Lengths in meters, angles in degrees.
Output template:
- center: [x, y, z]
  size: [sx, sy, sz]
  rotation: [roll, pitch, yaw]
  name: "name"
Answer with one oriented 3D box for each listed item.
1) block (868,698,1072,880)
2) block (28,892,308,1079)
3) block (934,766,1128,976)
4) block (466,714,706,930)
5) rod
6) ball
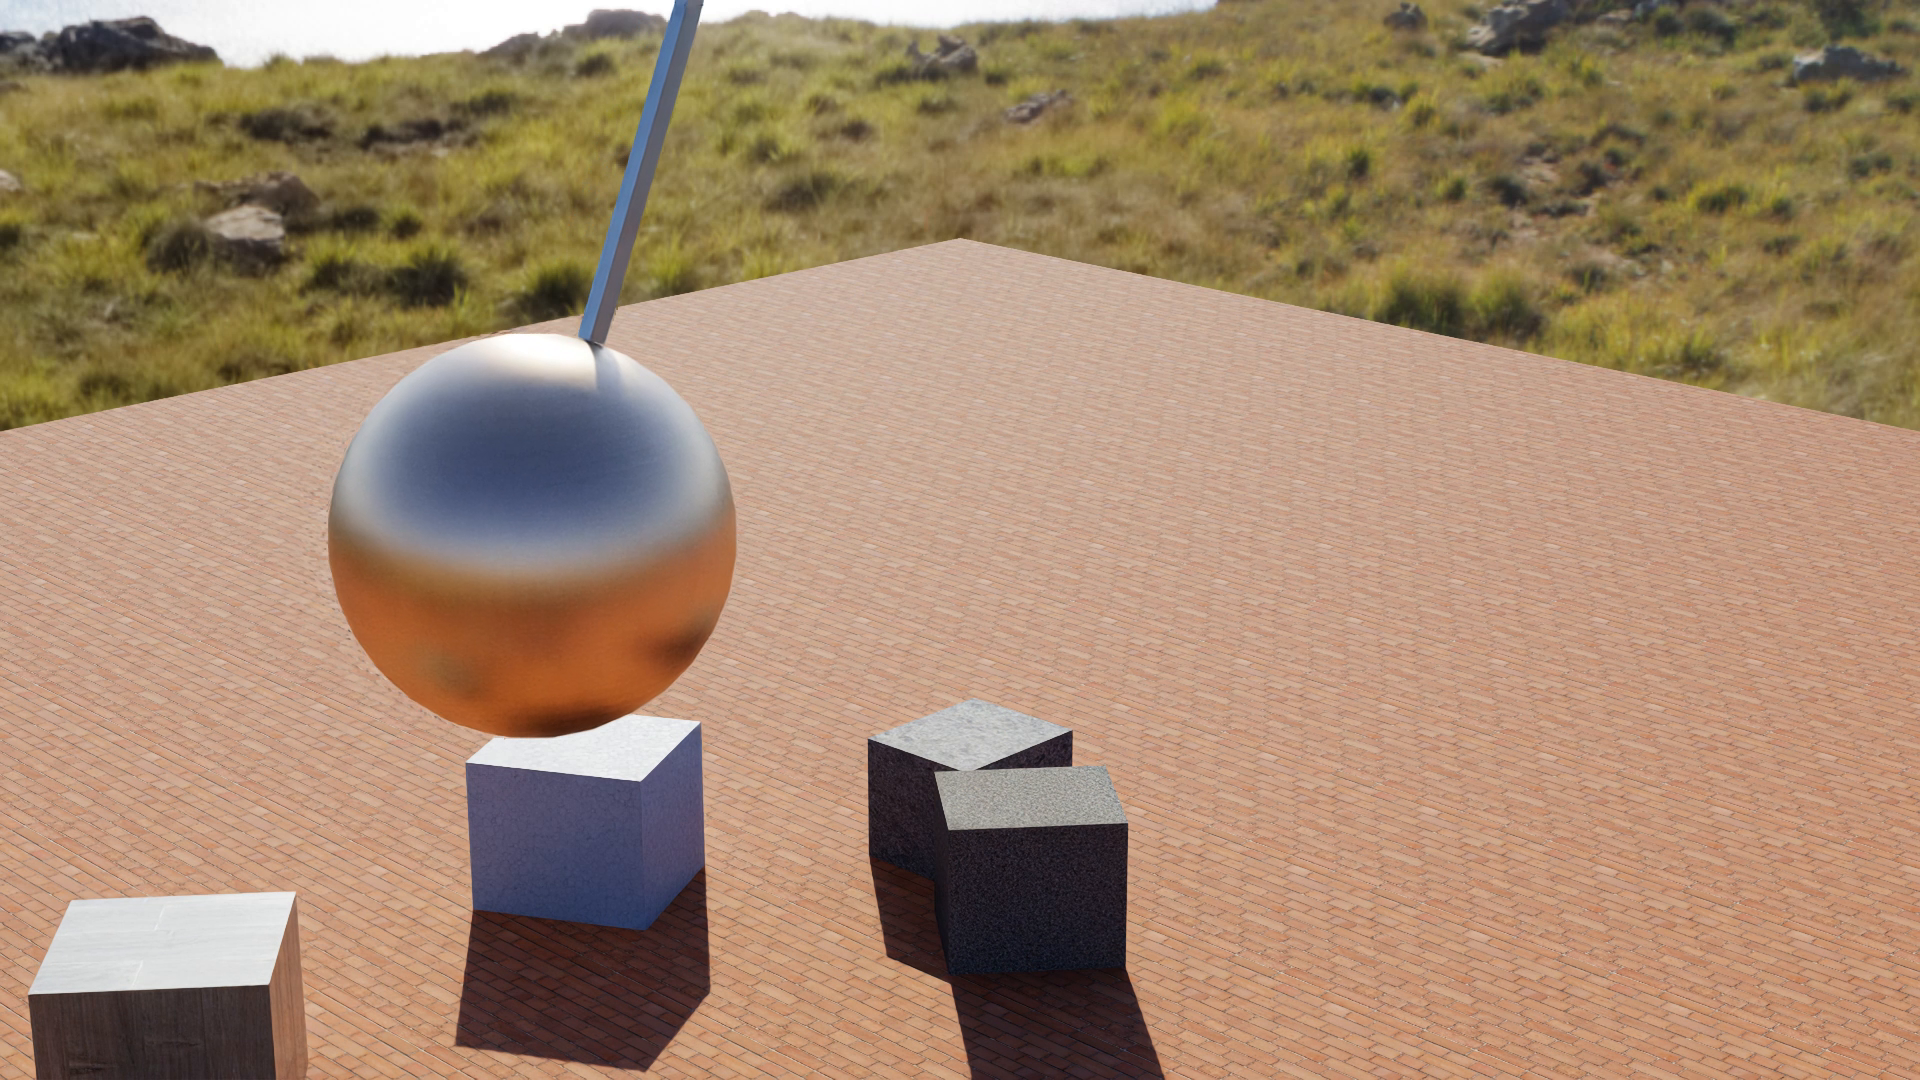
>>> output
- center: [0.049, 1.175, 13.629]
  size: [0.623, 0.585, 0.723]
  rotation: [16, 23, 40]
  name: "block"
- center: [-2.987, 1.867, 11.158]
  size: [0.859, 0.748, 0.821]
  rotation: [-2, 18, -5]
  name: "block"
- center: [0.297, 1.422, 12.706]
  size: [0.760, 0.667, 0.653]
  rotation: [-2, 18, -6]
  name: "block"
- center: [-1.677, 1.239, 13.225]
  size: [0.825, 0.706, 0.746]
  rotation: [5, 18, 15]
  name: "block"
- center: [-0.728, -3.281, 11.547]
  size: [0.080, 5.200, 0.080]
  rotation: [17, 1, 42]
  name: "rod"
- center: [-1.680, -0.018, 11.575]
  size: [1.600, 1.600, 1.600]
  rotation: [0, 17, 0]
  name: "ball"
